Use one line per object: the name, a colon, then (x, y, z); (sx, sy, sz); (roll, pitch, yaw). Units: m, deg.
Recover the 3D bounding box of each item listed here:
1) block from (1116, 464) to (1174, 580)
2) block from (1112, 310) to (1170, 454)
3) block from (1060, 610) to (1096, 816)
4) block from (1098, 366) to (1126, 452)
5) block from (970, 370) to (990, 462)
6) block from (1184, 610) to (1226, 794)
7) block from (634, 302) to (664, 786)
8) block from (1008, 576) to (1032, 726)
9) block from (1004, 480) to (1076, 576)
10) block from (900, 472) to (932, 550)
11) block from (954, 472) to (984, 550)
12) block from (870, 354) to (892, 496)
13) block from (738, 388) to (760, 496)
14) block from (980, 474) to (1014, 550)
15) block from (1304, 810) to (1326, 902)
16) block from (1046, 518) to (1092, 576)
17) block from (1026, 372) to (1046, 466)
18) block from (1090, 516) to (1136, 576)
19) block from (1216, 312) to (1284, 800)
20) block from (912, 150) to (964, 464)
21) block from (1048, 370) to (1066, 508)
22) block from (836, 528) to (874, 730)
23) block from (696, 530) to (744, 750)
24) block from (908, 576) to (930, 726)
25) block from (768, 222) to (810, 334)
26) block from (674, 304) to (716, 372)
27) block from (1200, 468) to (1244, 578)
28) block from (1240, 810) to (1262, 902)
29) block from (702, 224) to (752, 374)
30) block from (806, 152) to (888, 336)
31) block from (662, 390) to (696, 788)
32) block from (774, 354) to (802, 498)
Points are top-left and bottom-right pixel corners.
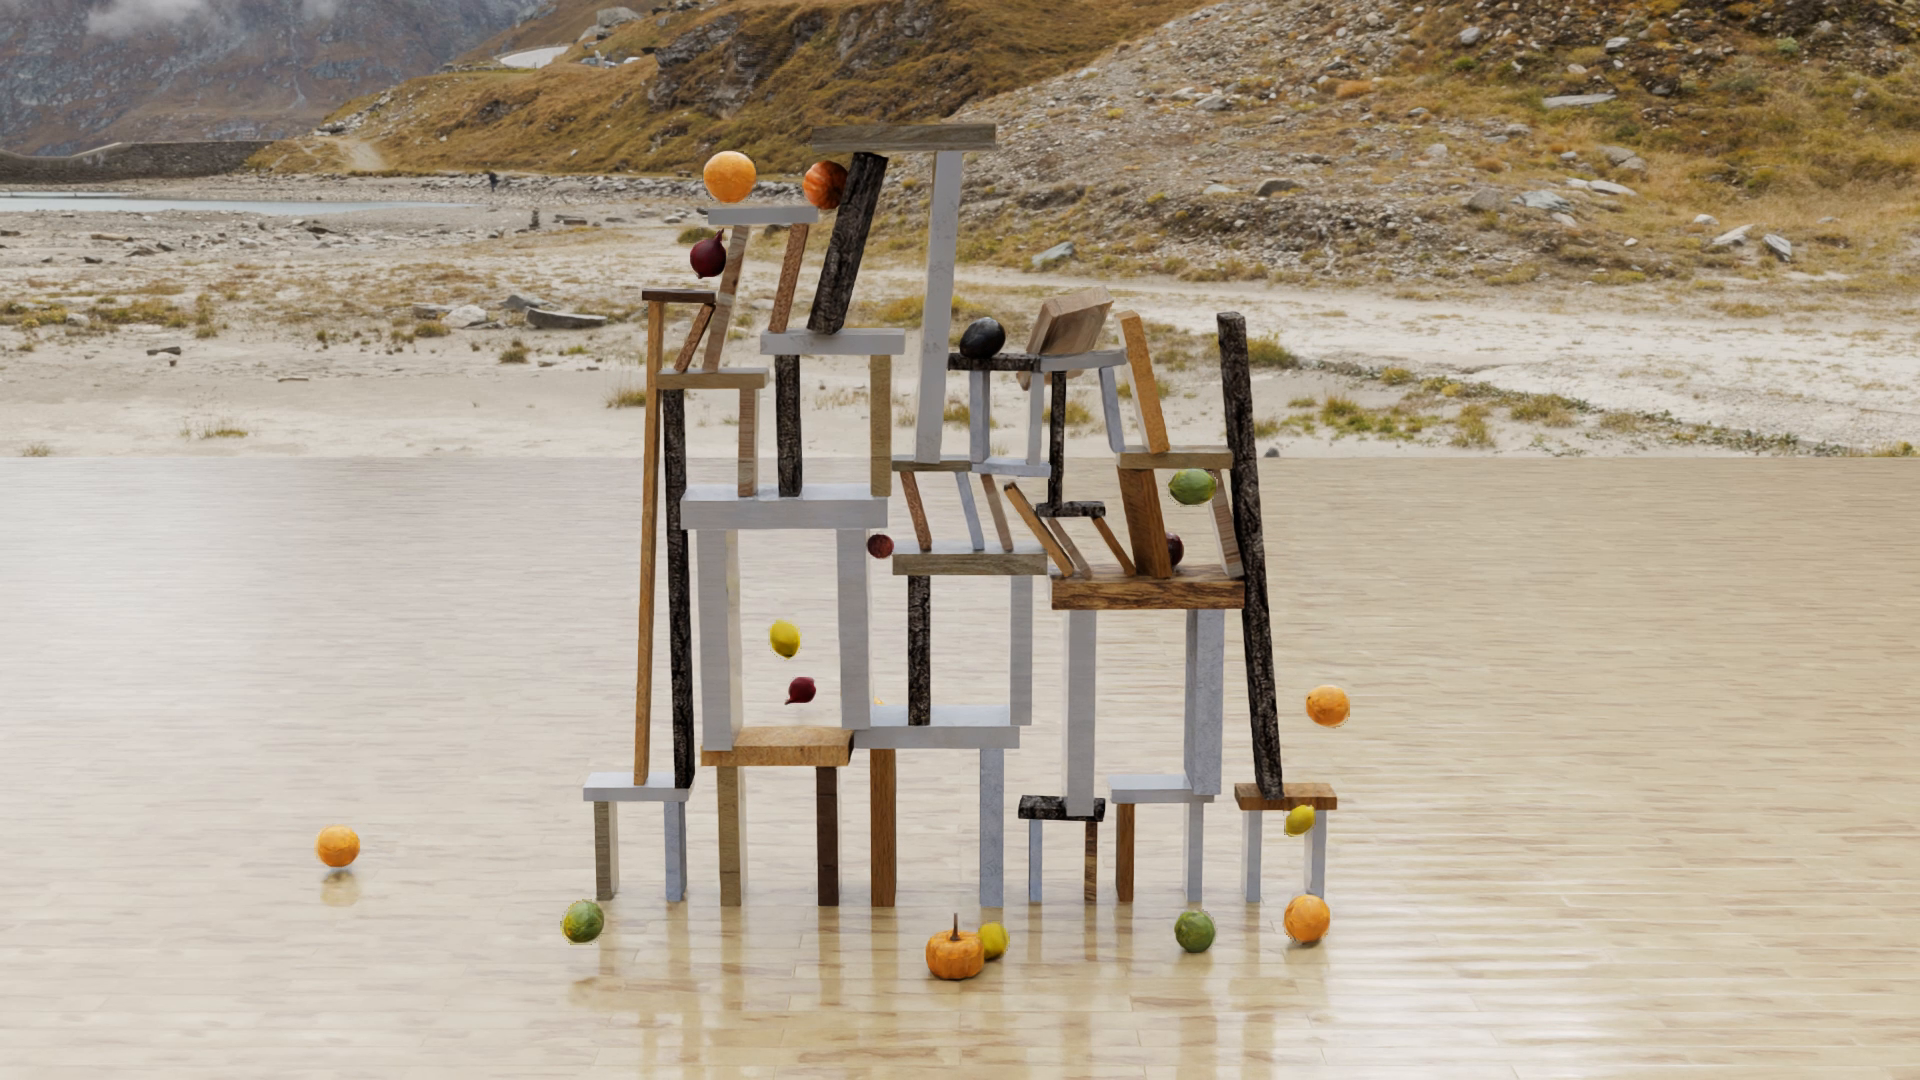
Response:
block: (0.297, -0.032, 3.544); (0.025, 0.179, 0.090); (-16, 15, -17)
block: (0.288, -0.252, 3.493); (0.031, 0.218, 0.109); (-14, 11, 0)
block: (0.194, 0.266, 3.608); (0.044, 0.342, 0.154); (0, 11, -1)
block: (0.241, -0.212, 3.508); (0.019, 0.136, 0.068); (-9, 11, 0)
block: (0.031, -0.202, 3.509); (0.021, 0.146, 0.073); (1, 11, 10)
block: (0.400, 0.247, 3.612); (0.044, 0.308, 0.154); (0, 11, -1)
block: (-0.504, 0.008, 3.558); (0.016, 0.792, 0.057); (3, 11, 0)
block: (0.099, 0.167, 3.591); (0.035, 0.248, 0.124); (0, 11, 0)
block: (0.128, -0.019, 3.546); (0.018, 0.170, 0.063); (-35, 9, 6)
block: (-0.071, -0.052, 3.551); (0.018, 0.128, 0.064); (-15, 10, 3)
block: (0.016, -0.052, 3.550); (0.018, 0.128, 0.064); (-14, 10, 2)
block: (-0.126, -0.190, 3.527); (0.032, 0.226, 0.113); (0, 11, -1)
block: (-0.338, -0.161, 3.523); (0.024, 0.171, 0.086); (2, 11, 0)
block: (0.060, -0.050, 3.546); (0.018, 0.126, 0.063); (-17, 11, 4)
block: (0.590, 0.512, 3.654); (0.022, 0.158, 0.079); (0, 11, 0)
block: (0.175, 0.006, 3.560); (0.015, 0.109, 0.054); (-34, 10, 4)
block: (0.120, -0.198, 3.515); (0.021, 0.148, 0.073); (3, 11, -1)
block: (0.248, 0.005, 3.562); (0.015, 0.109, 0.054); (-33, 10, 4)
block: (0.470, 0.028, 3.557); (0.031, 0.786, 0.109); (-6, 11, 0)
block: (-0.037, -0.371, 3.488); (0.040, 0.484, 0.141); (4, 10, -3)
block: (0.156, -0.163, 3.523); (0.019, 0.216, 0.068); (2, 11, -1)
block: (-0.170, 0.129, 3.580); (0.046, 0.327, 0.163); (-1, 11, 0)
block: (-0.389, 0.146, 3.577); (0.046, 0.360, 0.163); (0, 11, 1)
block: (-0.066, 0.167, 3.592); (0.035, 0.247, 0.124); (0, 11, 0)
block: (-0.271, -0.417, 3.486); (0.024, 0.171, 0.085); (13, 10, -4)
block: (-0.421, -0.324, 3.499); (0.016, 0.114, 0.057); (26, 10, -4)
block: (0.422, -0.035, 3.558); (0.025, 0.179, 0.090); (-14, 10, 2)
block: (0.484, 0.512, 3.654); (0.022, 0.158, 0.079); (0, 11, 0)
block: (-0.370, -0.385, 3.490); (0.024, 0.234, 0.086); (13, 10, -5)
block: (-0.177, -0.470, 3.468); (0.040, 0.282, 0.141); (16, 11, 1)
block: (-0.456, 0.076, 3.569); (0.024, 0.654, 0.086); (0, 11, -1)
block: (-0.274, -0.190, 3.526); (0.032, 0.226, 0.113); (-1, 11, -1)
